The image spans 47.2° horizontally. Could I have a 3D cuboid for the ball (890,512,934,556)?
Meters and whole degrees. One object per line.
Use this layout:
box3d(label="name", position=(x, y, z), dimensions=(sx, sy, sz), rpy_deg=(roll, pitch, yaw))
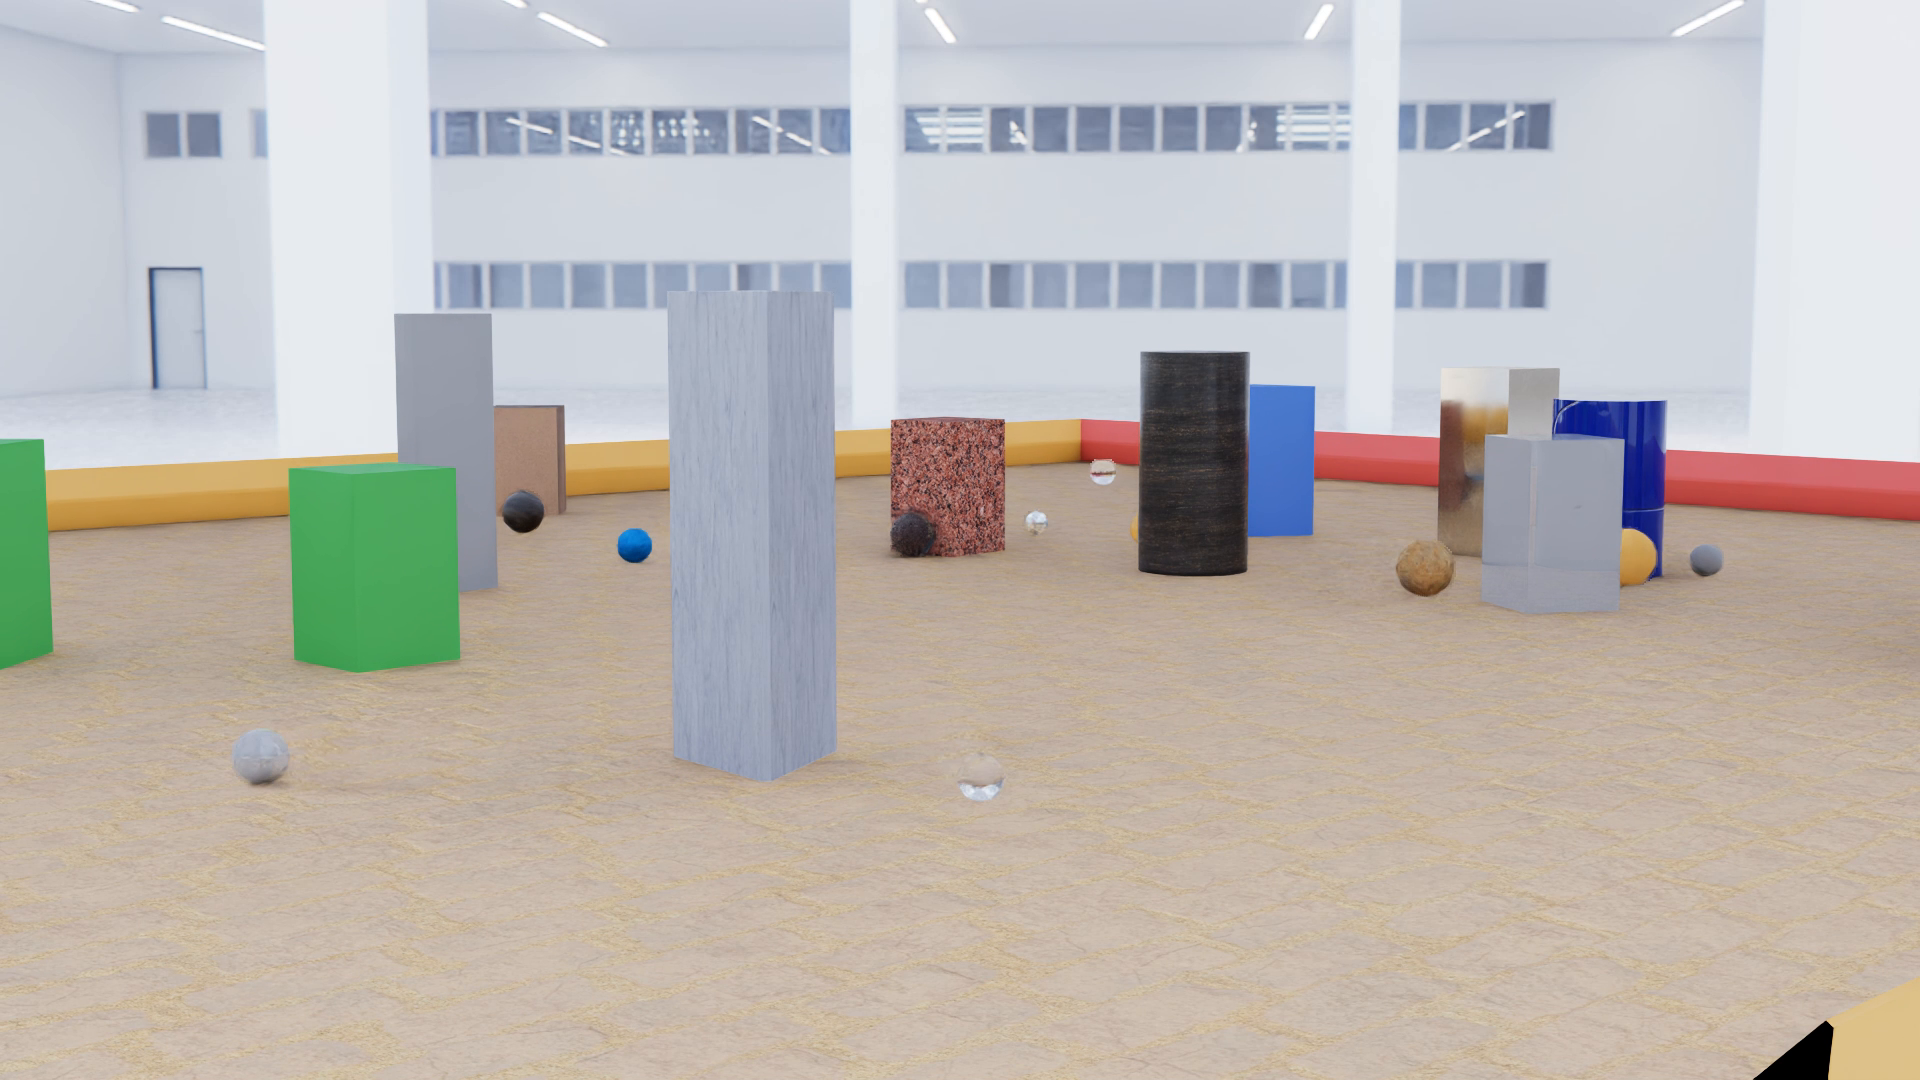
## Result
box3d(label="ball", position=(-0.084, -0.010, 3.913), dimensions=(0.079, 0.079, 0.079), rpy_deg=(0, 6, 0))

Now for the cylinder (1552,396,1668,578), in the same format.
box3d(label="cylinder", position=(1.080, -0.090, 3.669), dimensions=(0.184, 0.291, 0.184), rpy_deg=(0, 6, 0))

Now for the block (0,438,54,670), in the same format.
box3d(label="block", position=(-1.248, 0.015, 2.757), dimensions=(0.147, 0.275, 0.147), rpy_deg=(0, 6, 3))

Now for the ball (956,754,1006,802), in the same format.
box3d(label="ball", position=(0.019, 0.214, 1.982), dimensions=(0.043, 0.043, 0.043), rpy_deg=(0, 6, 0))

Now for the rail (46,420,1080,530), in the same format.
box3d(label="rail", position=(-1.333, -0.122, 4.769), dimensions=(4.617, 0.119, 0.045), rpy_deg=(-6, 8, -42))

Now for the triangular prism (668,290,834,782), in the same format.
box3d(label="triangular prism", position=(-0.180, -0.012, 2.146), dimensions=(0.138, 0.459, 0.159), rpy_deg=(-5, 8, -40))

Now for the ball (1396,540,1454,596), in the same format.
box3d(label="ball", position=(0.715, 0.043, 3.382), dimensions=(0.086, 0.086, 0.086), rpy_deg=(0, 6, 0))

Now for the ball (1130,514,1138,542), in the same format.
box3d(label="ball", position=(0.348, -0.022, 4.103), dimensions=(0.063, 0.063, 0.063), rpy_deg=(0, 6, 0))

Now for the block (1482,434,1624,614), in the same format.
box3d(label="block", position=(0.879, -0.027, 3.268), dimensions=(0.147, 0.251, 0.147), rpy_deg=(-1, 6, -13))

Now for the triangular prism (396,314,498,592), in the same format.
box3d(label="triangular prism", position=(-0.839, -0.139, 3.457), dimensions=(0.138, 0.433, 0.159), rpy_deg=(5, 8, 39))

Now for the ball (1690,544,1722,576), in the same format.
box3d(label="ball", position=(1.234, 0.033, 3.636), dimensions=(0.053, 0.053, 0.053), rpy_deg=(0, 6, 0))

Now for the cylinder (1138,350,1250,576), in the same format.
box3d(label="cylinder", position=(0.394, -0.133, 3.705), dimensions=(0.184, 0.368, 0.184), rpy_deg=(0, 6, 0))

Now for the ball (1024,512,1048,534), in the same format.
box3d(label="ball", position=(0.149, -0.034, 4.304), dimensions=(0.045, 0.045, 0.045), rpy_deg=(0, 6, 0))

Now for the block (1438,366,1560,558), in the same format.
box3d(label="block", position=(0.967, -0.142, 3.951), dimensions=(0.147, 0.334, 0.147), rpy_deg=(-5, 8, -39))

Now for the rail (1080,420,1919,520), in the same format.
box3d(label="rail", position=(1.679, -0.133, 4.873), dimensions=(0.045, 0.119, 3.978), rpy_deg=(-6, 8, -42))

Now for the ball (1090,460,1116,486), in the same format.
box3d(label="ball", position=(0.356, -0.168, 5.477), dimensions=(0.064, 0.064, 0.064), rpy_deg=(0, 6, 0))

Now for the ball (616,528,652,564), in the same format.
box3d(label="ball", position=(-0.565, 0.010, 3.820), dimensions=(0.061, 0.061, 0.061), rpy_deg=(0, 6, 0))

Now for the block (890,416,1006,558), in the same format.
box3d(label="block", position=(-0.022, -0.099, 3.999), dimensions=(0.147, 0.240, 0.147), rpy_deg=(5, 8, 40))

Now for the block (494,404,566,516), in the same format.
box3d(label="block", position=(-0.934, -0.173, 4.744), dimensions=(0.147, 0.229, 0.147), rpy_deg=(0, 6, -4))

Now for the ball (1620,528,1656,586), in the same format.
box3d(label="ball", position=(1.064, 0.027, 3.511), dimensions=(0.092, 0.092, 0.092), rpy_deg=(0, 6, 0))

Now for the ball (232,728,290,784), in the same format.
box3d(label="ball", position=(-0.653, 0.202, 2.056), dimensions=(0.051, 0.051, 0.051), rpy_deg=(0, 6, 0))

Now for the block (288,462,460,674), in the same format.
box3d(label="block", position=(-0.736, 0.030, 2.767), dimensions=(0.147, 0.243, 0.147), rpy_deg=(6, 8, 43))

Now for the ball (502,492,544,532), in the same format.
box3d(label="ball", position=(-0.859, -0.055, 4.327), dimensions=(0.082, 0.082, 0.082), rpy_deg=(0, 6, 0))

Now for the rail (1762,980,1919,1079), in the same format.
box3d(label="rail", position=(1.333, 0.184, 1.896), dimensions=(4.617, 0.119, 0.045), rpy_deg=(-6, 8, -42))

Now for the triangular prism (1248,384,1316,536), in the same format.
box3d(label="triangular prism", position=(0.596, -0.159, 4.323), dimensions=(0.159, 0.290, 0.138), rpy_deg=(-1, 6, -12))
